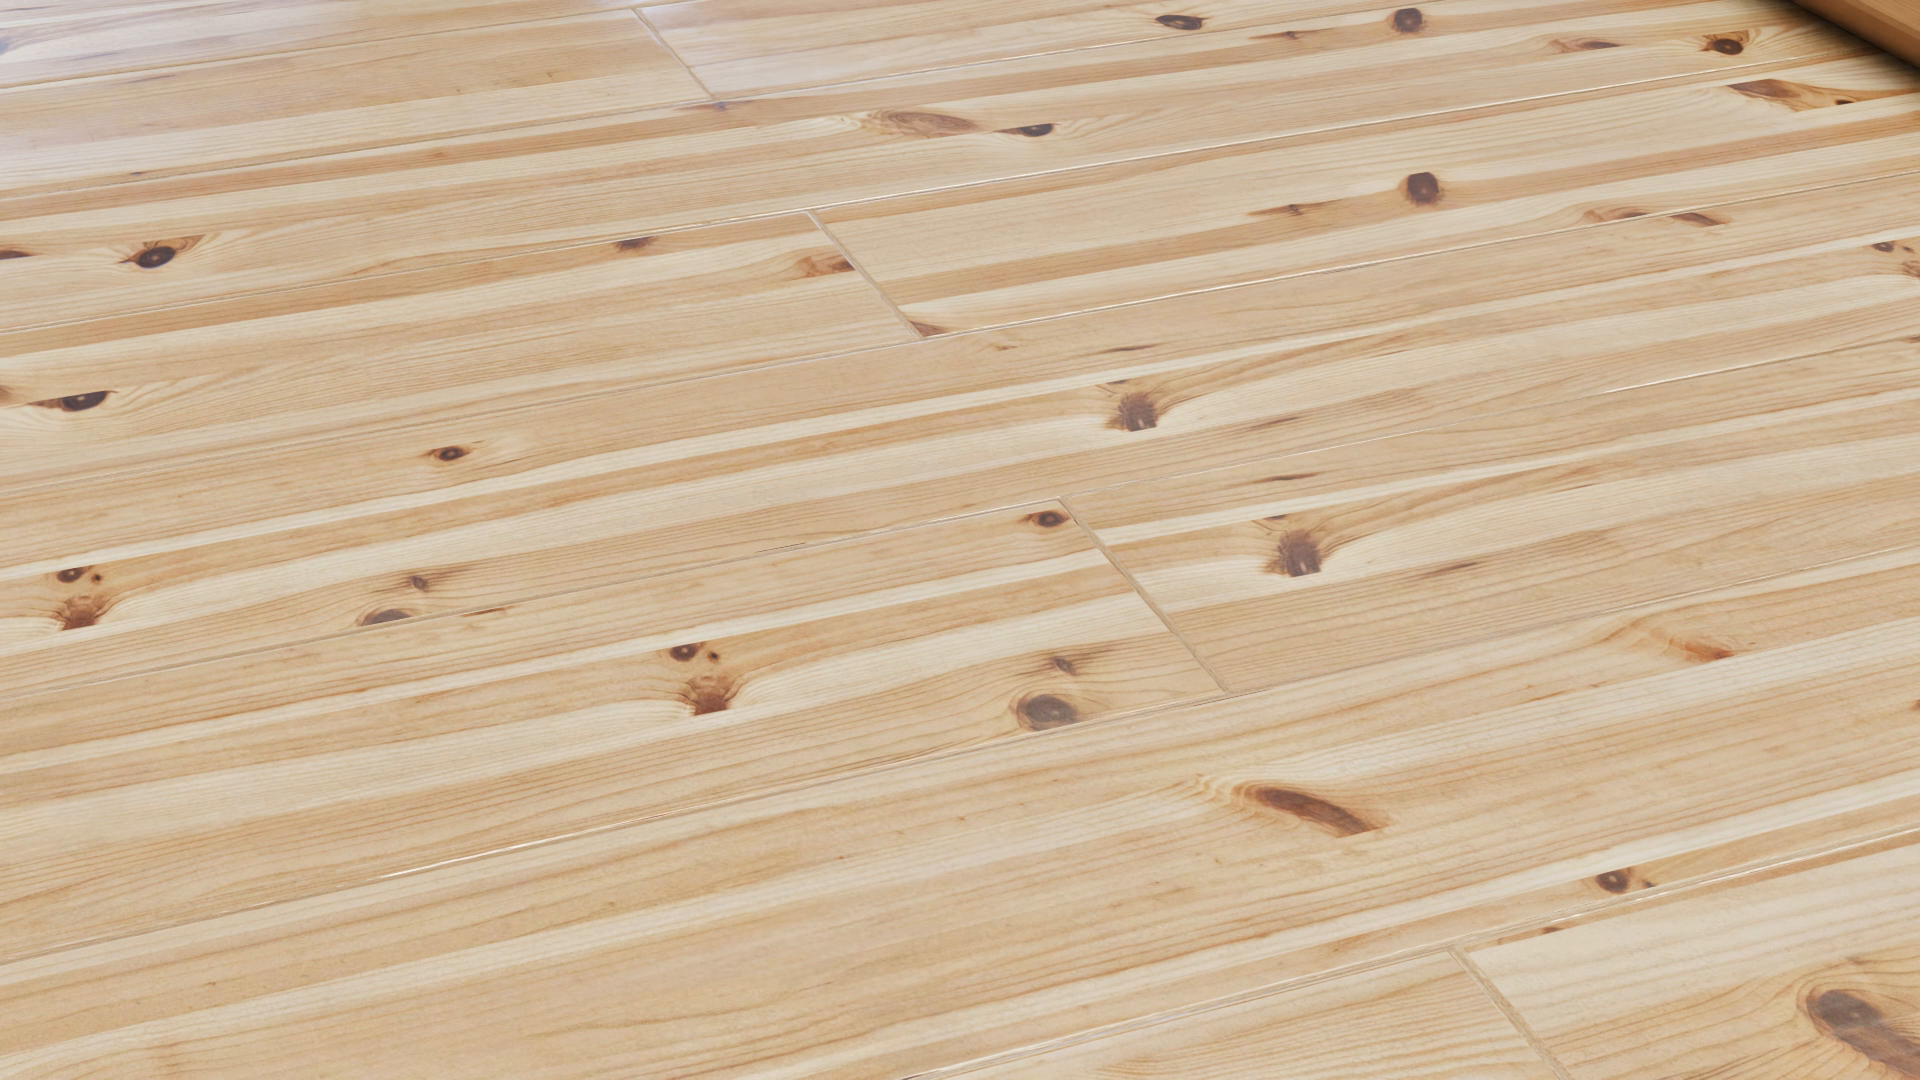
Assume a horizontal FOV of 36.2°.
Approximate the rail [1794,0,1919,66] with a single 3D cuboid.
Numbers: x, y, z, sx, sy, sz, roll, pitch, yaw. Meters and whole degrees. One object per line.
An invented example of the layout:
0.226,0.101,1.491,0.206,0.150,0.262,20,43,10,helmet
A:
0.628,-0.684,2.936,0.045,0.099,4.096,-11,31,-18,rail
